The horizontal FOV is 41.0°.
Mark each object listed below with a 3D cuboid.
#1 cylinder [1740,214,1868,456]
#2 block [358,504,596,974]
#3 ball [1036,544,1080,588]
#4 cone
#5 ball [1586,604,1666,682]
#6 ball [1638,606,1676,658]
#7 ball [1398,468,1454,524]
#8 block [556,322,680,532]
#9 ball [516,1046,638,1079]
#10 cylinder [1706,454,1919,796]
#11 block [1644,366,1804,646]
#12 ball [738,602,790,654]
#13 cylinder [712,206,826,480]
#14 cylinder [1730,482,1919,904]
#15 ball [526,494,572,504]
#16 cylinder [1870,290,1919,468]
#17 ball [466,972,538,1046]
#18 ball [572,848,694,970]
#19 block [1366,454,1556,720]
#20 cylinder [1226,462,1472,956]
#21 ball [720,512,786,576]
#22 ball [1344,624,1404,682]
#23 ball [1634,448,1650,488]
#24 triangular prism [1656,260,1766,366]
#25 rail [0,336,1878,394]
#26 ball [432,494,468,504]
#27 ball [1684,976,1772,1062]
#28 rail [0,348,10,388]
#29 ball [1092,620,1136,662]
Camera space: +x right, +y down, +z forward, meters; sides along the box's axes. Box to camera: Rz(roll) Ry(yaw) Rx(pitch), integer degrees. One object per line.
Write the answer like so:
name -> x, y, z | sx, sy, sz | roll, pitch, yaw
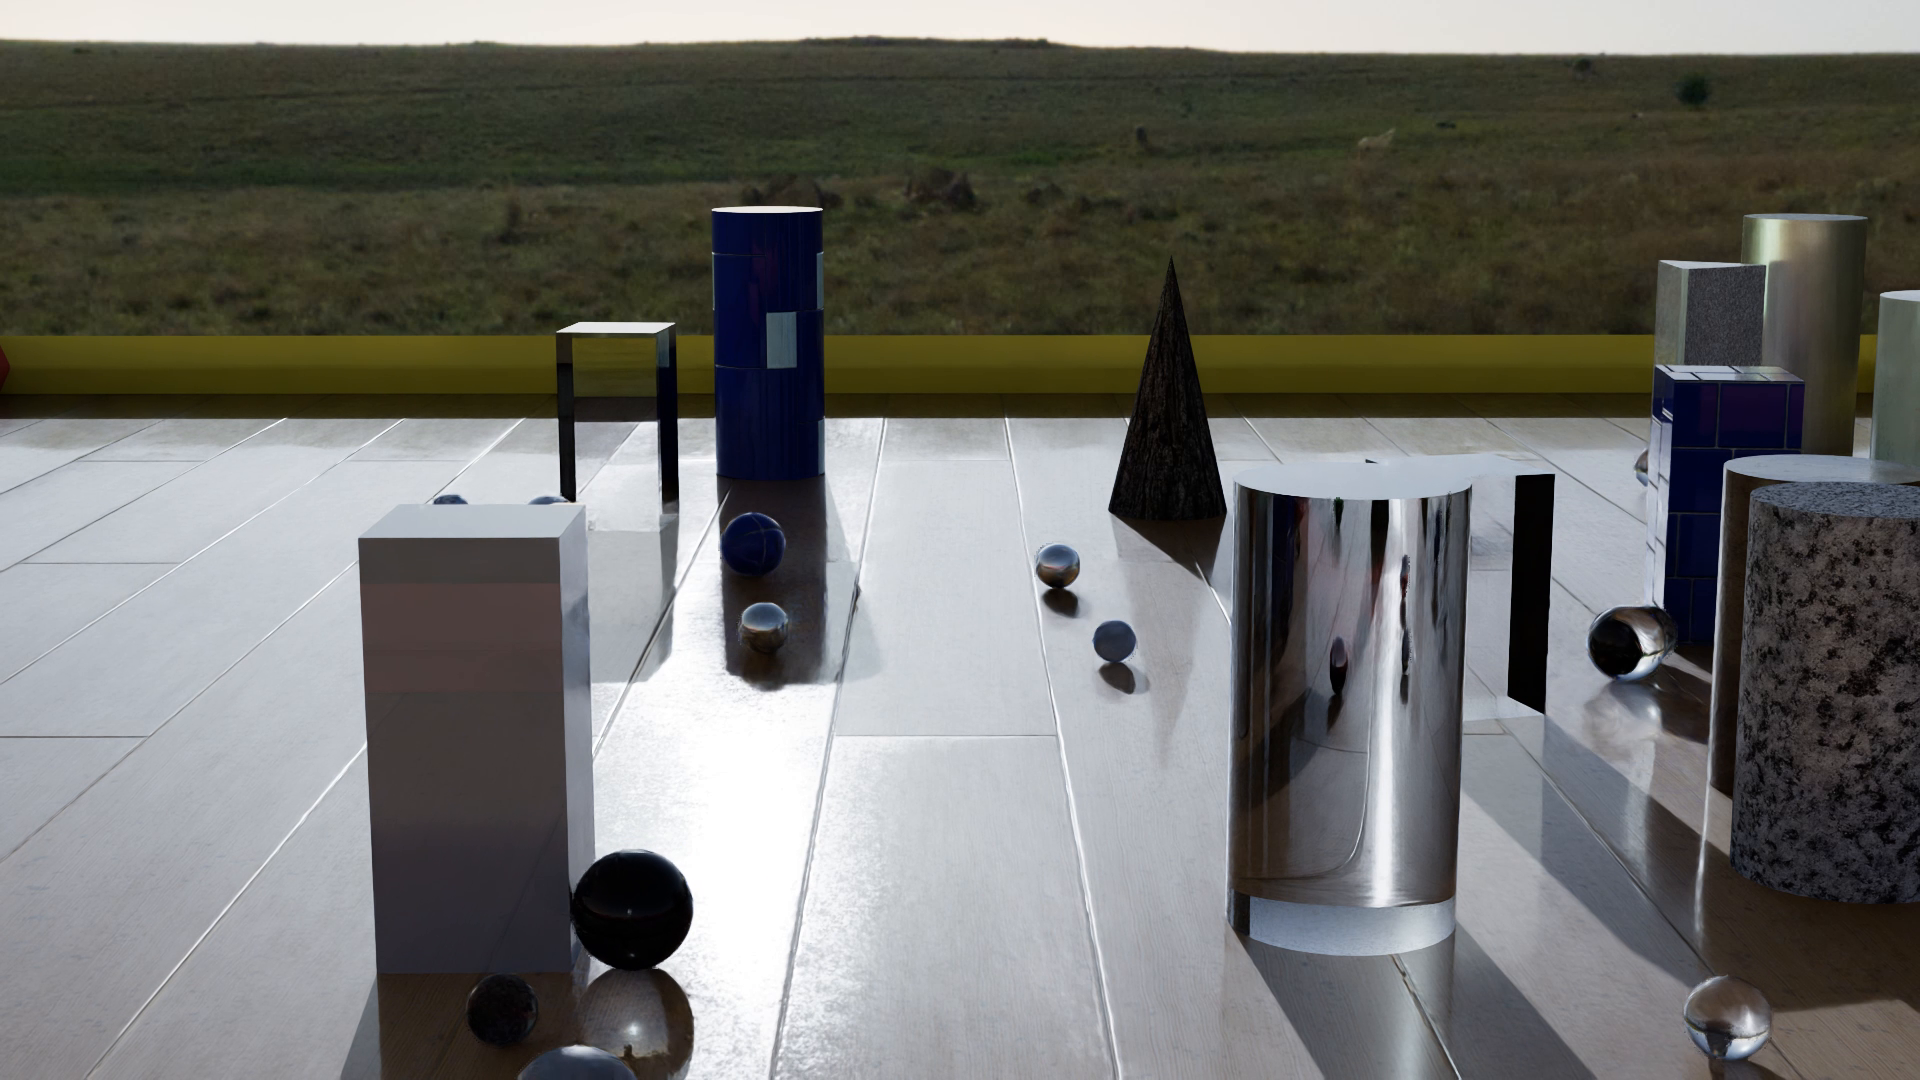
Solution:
cylinder -> 1.411, -0.305, 4.325 | 0.198, 0.476, 0.198 | 0, 10, 0
block -> -0.396, 0.161, 2.130 | 0.158, 0.360, 0.158 | 0, 10, -1
ball -> 0.138, 0.036, 3.614 | 0.064, 0.064, 0.064 | 0, 10, 0
cone -> 0.344, -0.258, 4.215 | 0.198, 0.423, 0.198 | 0, 10, 0
ball -> 0.795, 0.124, 3.065 | 0.092, 0.092, 0.092 | 0, 10, 0
ball -> 0.846, 0.116, 3.163 | 0.071, 0.071, 0.071 | 0, 10, 0
ball -> 0.750, -0.071, 4.130 | 0.088, 0.088, 0.088 | 0, 10, 0
block -> -0.547, -0.184, 4.115 | 0.158, 0.315, 0.158 | 1, 11, 5
ball -> -0.252, 0.379, 1.683 | 0.093, 0.093, 0.093 | 0, 10, 0
cylinder -> 0.868, 0.090, 2.600 | 0.198, 0.327, 0.198 | 0, 10, 0
block -> 0.981, -0.046, 3.306 | 0.158, 0.339, 0.158 | 1, 11, 6
ball -> -0.245, 0.110, 3.213 | 0.065, 0.065, 0.065 | 0, 10, 0
cylinder -> -0.343, -0.356, 4.608 | 0.198, 0.473, 0.198 | 0, 10, 0
cylinder -> 0.809, 0.133, 2.323 | 0.198, 0.344, 0.198 | 0, 10, 0
ball -> -0.615, -0.021, 3.839 | 0.095, 0.095, 0.095 | 0, 10, 0
cylinder -> 1.234, -0.079, 3.190 | 0.198, 0.446, 0.198 | 0, 10, 0
ball -> -0.344, 0.353, 1.930 | 0.054, 0.054, 0.054 | 0, 10, 0
ball -> -0.266, 0.301, 2.090 | 0.099, 0.099, 0.099 | 0, 10, 0
block -> 0.567, 0.052, 2.942 | 0.158, 0.278, 0.158 | -3, 11, -15
cylinder -> 0.329, 0.138, 2.187 | 0.198, 0.383, 0.198 | 0, 10, 0
ball -> -0.298, 0.007, 3.694 | 0.093, 0.093, 0.093 | 0, 10, 0
ball -> 0.495, 0.135, 3.062 | 0.071, 0.071, 0.071 | 0, 10, 0
ball -> 1.210, -0.126, 4.458 | 0.075, 0.075, 0.075 | 0, 10, 0
triangular prism -> 1.183, -0.245, 4.179 | 0.171, 0.410, 0.148 | -5, 12, -27
rail -> -0.013, -0.391, 5.738 | 4.290, 0.128, 0.045 | 0, 10, 0
ball -> -0.798, -0.039, 4.015 | 0.067, 0.067, 0.067 | 0, 10, 0
ball -> 0.569, 0.354, 1.901 | 0.062, 0.062, 0.062 | 0, 10, 0
rail -> -2.121, 0.035, 3.437 | 0.045, 0.128, 4.704 | 0, 10, 0
ball -> 0.191, 0.124, 3.167 | 0.053, 0.053, 0.053 | 0, 10, 0
